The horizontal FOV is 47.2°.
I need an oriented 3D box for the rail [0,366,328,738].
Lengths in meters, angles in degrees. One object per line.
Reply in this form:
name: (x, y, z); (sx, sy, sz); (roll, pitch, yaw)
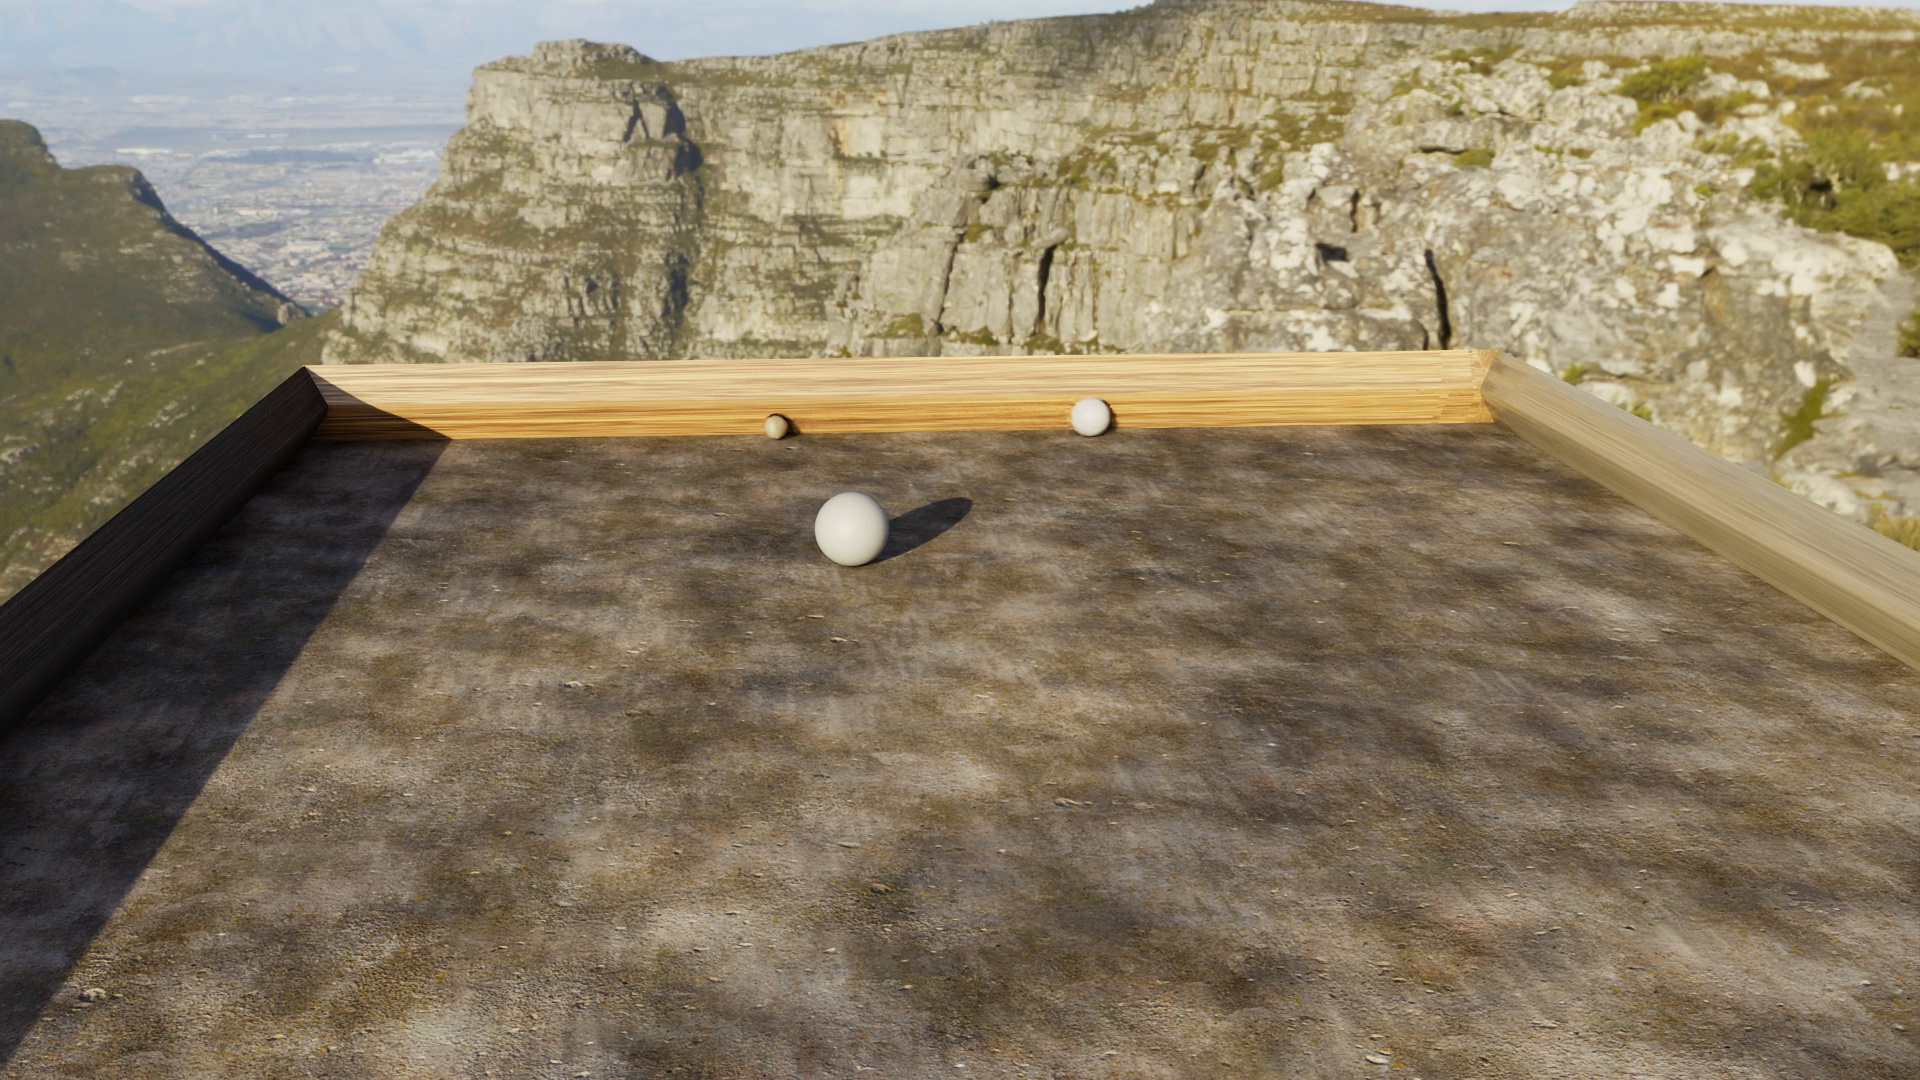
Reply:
rail: (-0.934, 0.215, 1.936); (0.045, 0.130, 3.752); (-1, 14, -5)

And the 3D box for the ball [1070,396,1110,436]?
ball: (0.225, -0.213, 3.799); (0.069, 0.069, 0.069); (0, 14, 0)

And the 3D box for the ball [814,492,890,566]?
ball: (-0.144, -0.015, 2.932); (0.100, 0.100, 0.100); (0, 14, 0)

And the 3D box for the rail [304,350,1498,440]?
rail: (-0.077, -0.248, 3.811); (2.080, 0.130, 0.045); (-1, 14, -5)

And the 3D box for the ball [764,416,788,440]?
ball: (-0.315, -0.193, 3.778); (0.041, 0.041, 0.041); (0, 14, 0)

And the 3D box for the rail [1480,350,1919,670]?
rail: (1.092, 0.174, 2.102); (0.045, 0.130, 3.752); (-1, 14, -5)
